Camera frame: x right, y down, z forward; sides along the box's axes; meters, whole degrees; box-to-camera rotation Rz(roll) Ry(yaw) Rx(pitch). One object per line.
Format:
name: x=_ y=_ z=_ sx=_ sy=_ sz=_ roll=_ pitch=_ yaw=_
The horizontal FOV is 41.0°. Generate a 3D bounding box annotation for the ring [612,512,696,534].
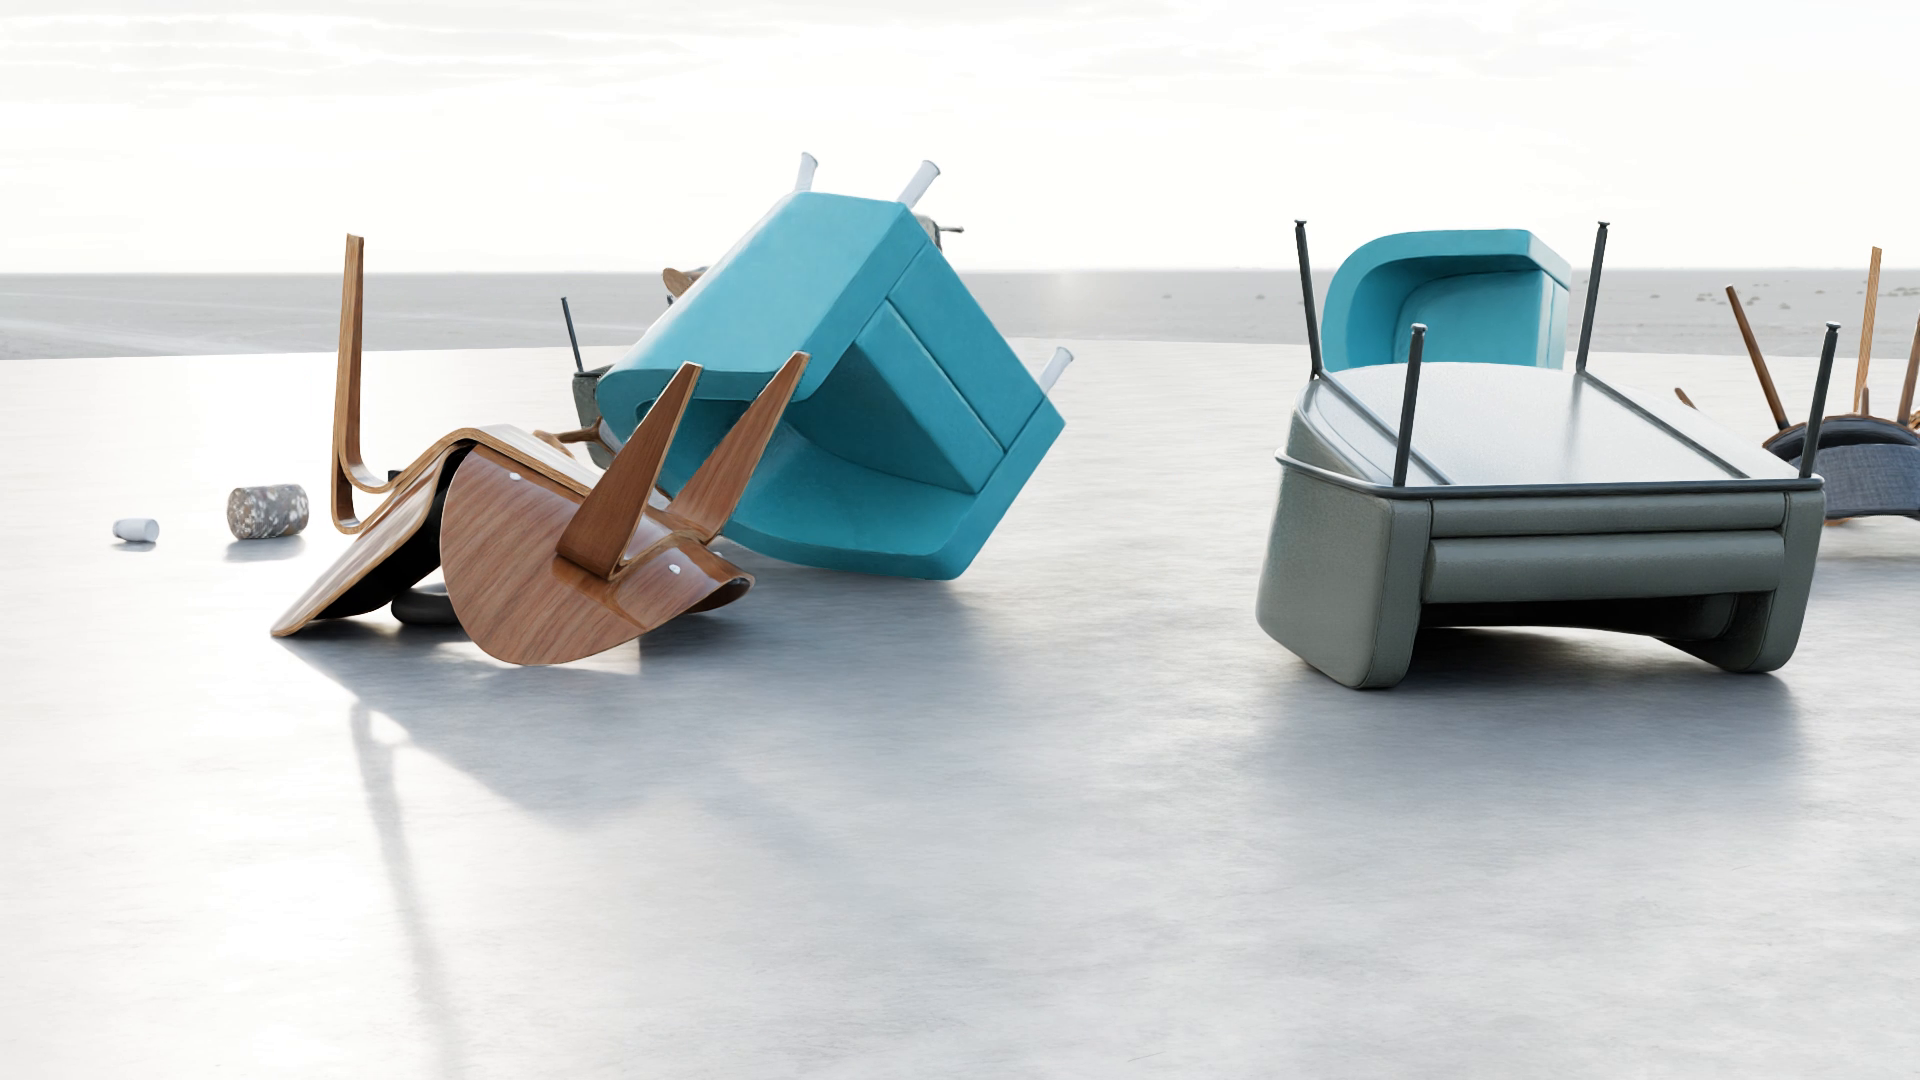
ring: x=-0.787 y=-0.045 z=6.615 sx=0.219 sy=0.048 sz=0.212 roll=2 pitch=6 yaw=27

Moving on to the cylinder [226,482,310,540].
cylinder: x=-1.748 y=-0.074 z=6.480 sx=0.113 sy=0.134 sz=0.172 roll=12 pitch=12 yaw=36

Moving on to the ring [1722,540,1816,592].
ring: x=1.711 y=0.054 z=5.418 sx=0.288 sy=0.098 sz=0.110 roll=-3 pitch=4 yaw=-37

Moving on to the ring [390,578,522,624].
ring: x=-0.974 y=0.119 z=4.970 sx=0.218 sy=0.060 sz=0.352 roll=1 pitch=6 yaw=16

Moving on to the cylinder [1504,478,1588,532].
cylinder: x=1.519 y=-0.092 z=6.647 sx=0.166 sy=0.136 sz=0.136 roll=-2 pitch=30 yaw=-19

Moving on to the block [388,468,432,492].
block: x=-1.690 y=-0.183 z=7.881 sx=0.115 sy=0.064 sz=0.079 roll=4 pitch=7 yaw=35
